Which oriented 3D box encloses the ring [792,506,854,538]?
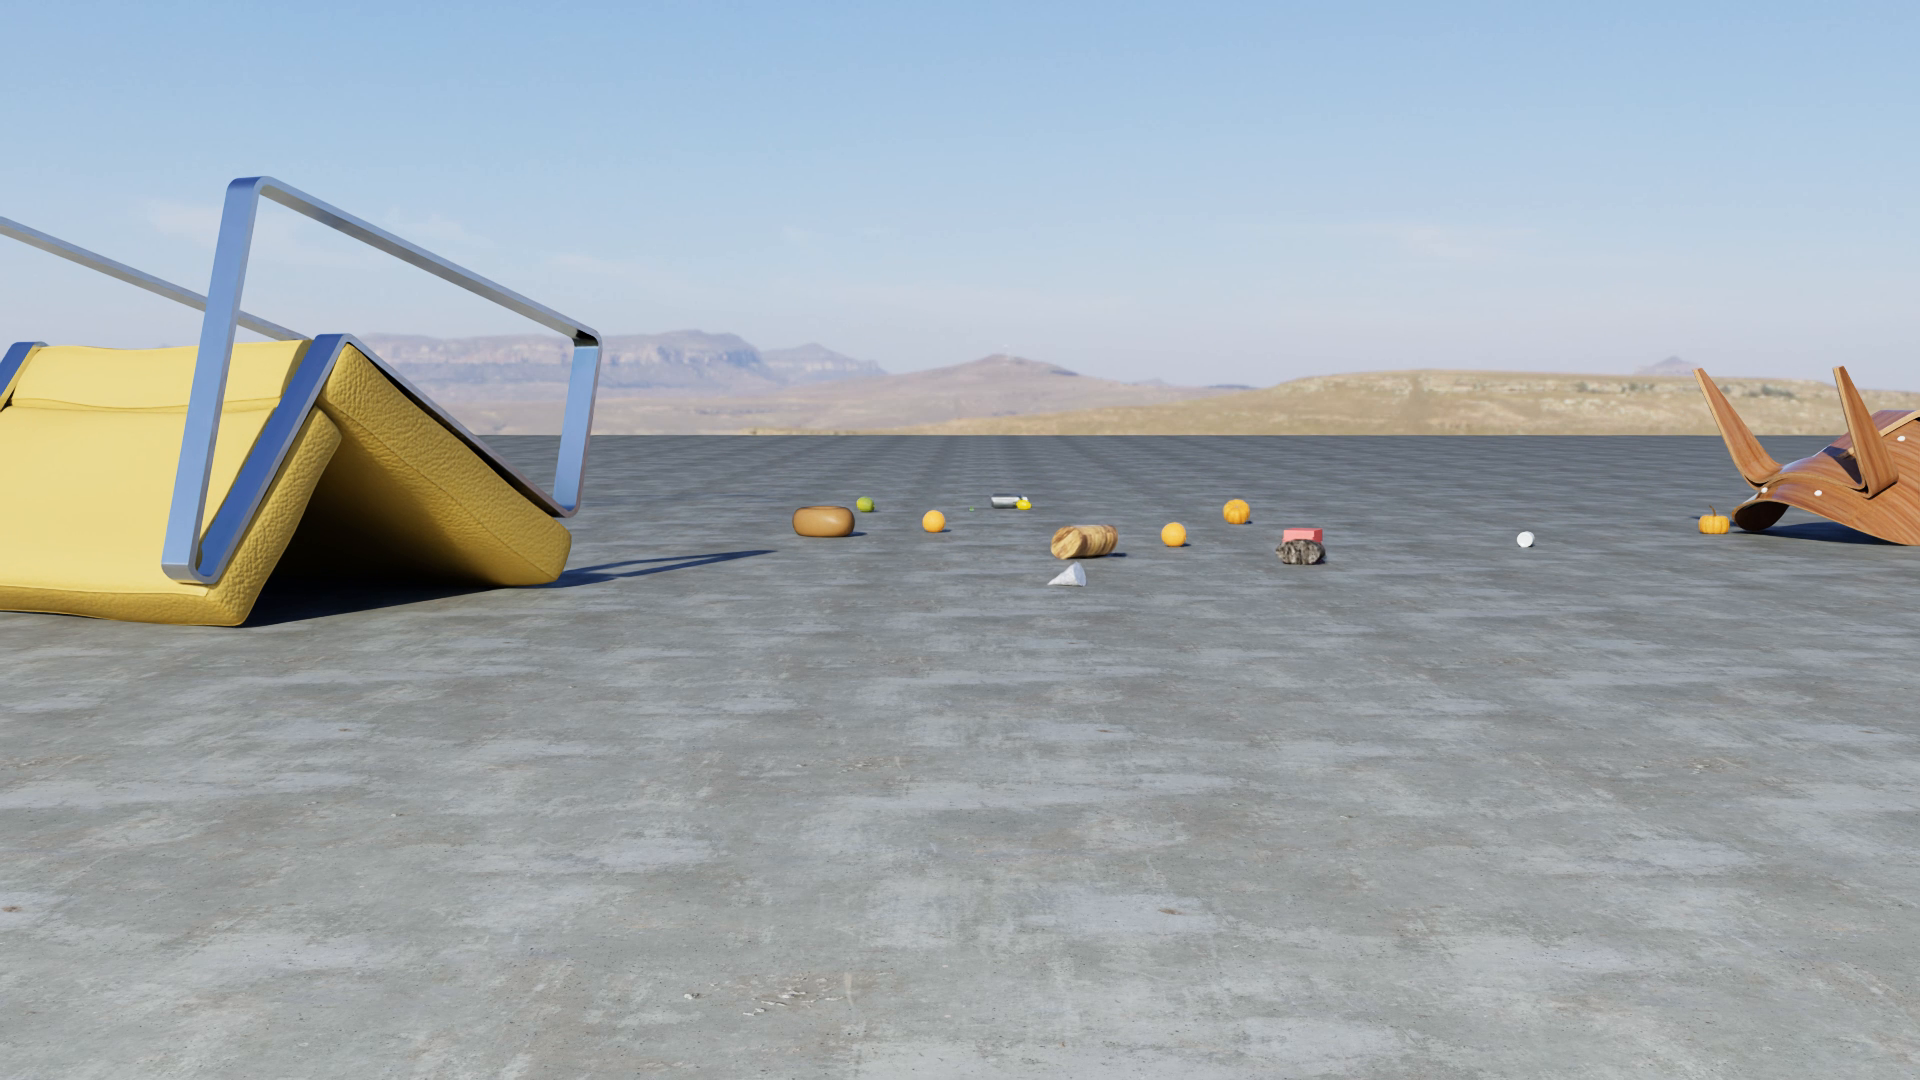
[{"bbox_3d":[-0.418,-0.056,6.735,0.161,0.088,0.249,-5,5,-36],"label":"ring"}]

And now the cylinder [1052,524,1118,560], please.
[{"bbox_3d":[0.331,0.004,5.838,0.137,0.081,0.120,-3,-19,-38],"label":"cylinder"}]

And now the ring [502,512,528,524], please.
[{"bbox_3d":[-1.484,-0.071,7.325,0.101,0.036,0.053,1,6,29],"label":"ring"}]

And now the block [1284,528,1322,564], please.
[{"bbox_3d":[0.894,0.014,5.730,0.078,0.083,0.099,2,4,22],"label":"block"}]

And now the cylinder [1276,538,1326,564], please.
[{"bbox_3d":[0.876,0.030,5.651,0.116,0.062,0.061,3,5,23],"label":"cylinder"}]
